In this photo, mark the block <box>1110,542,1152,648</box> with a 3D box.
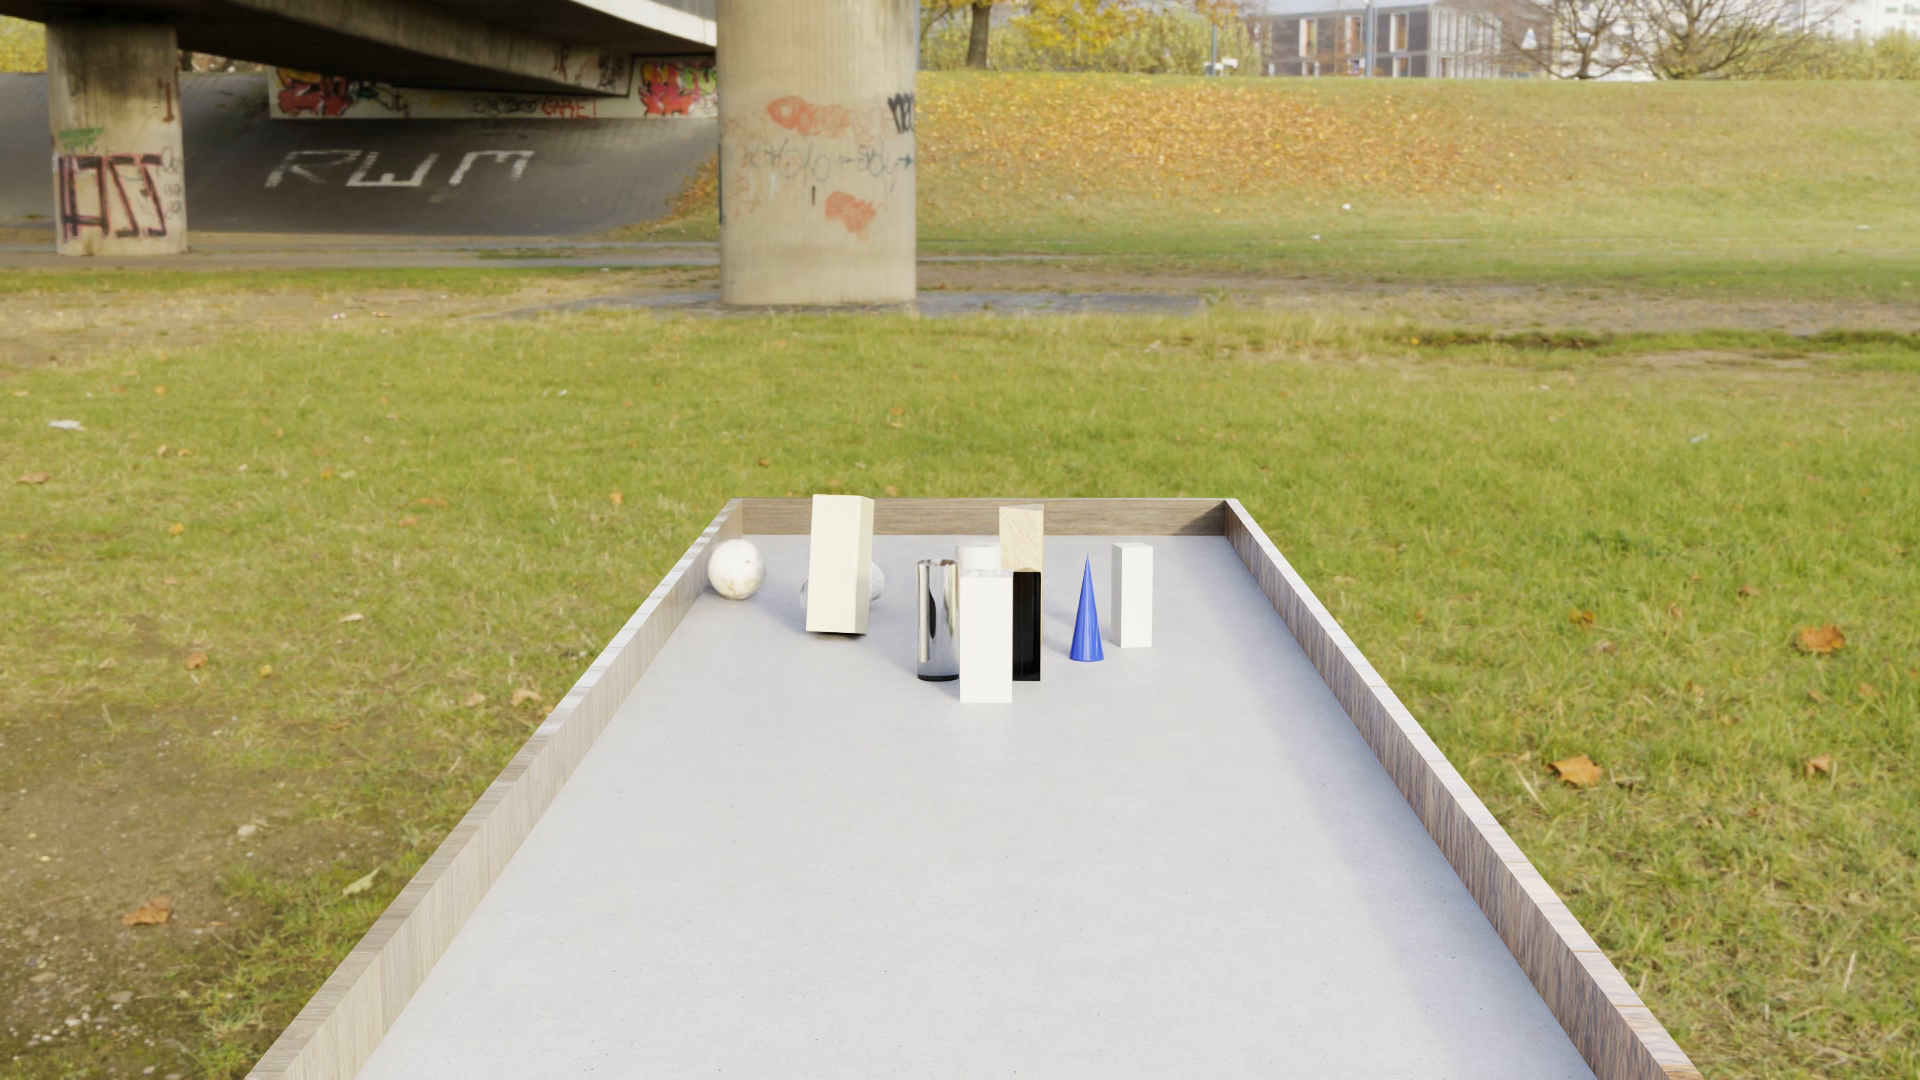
[{"bbox_3d":[0.539,0.172,6.914,0.100,0.316,0.100,-2,9,-15],"label":"block"}]

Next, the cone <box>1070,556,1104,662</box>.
[{"bbox_3d":[0.387,0.199,6.702,0.108,0.329,0.108,0,9,0],"label":"cone"}]

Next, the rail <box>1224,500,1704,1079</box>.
[{"bbox_3d":[1.046,0.843,3.208,0.050,0.150,12.000,0,9,1],"label":"rail"}]

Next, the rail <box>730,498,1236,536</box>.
[{"bbox_3d":[0.099,-0.098,9.147,2.100,0.150,0.050,0,9,1],"label":"rail"}]

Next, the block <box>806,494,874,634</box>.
[{"bbox_3d":[-0.383,0.079,7.050,0.158,0.433,0.158,2,-3,13],"label":"block"}]

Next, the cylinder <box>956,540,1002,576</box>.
[{"bbox_3d":[0.056,0.187,6.706,0.140,0.353,0.140,0,9,0],"label":"cylinder"}]

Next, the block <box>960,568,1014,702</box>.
[{"bbox_3d":[0.076,0.268,6.186,0.144,0.354,0.144,0,9,3],"label":"block"}]

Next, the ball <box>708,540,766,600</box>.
[{"bbox_3d":[-0.781,0.104,7.696,0.206,0.206,0.206,0,9,0],"label":"ball"}]

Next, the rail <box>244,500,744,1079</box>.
[{"bbox_3d":[-1.004,0.839,3.234,0.050,0.150,12.000,0,9,1],"label":"rail"}]

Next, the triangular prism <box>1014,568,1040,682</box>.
[{"bbox_3d":[0.193,0.246,6.425,0.087,0.324,0.075,1,9,4],"label":"triangular prism"}]

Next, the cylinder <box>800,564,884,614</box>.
[{"bbox_3d":[-0.397,0.171,7.465,0.146,0.146,0.346,4,10,24],"label":"cylinder"}]

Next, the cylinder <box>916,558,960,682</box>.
[{"bbox_3d":[-0.064,0.234,6.437,0.123,0.342,0.123,0,9,0],"label":"cylinder"}]

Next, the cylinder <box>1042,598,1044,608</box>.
[{"bbox_3d":[0.122,0.225,7.170,0.131,0.131,0.337,7,11,37],"label":"cylinder"}]

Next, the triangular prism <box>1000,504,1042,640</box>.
[{"bbox_3d":[0.225,0.106,6.968,0.153,0.430,0.133,6,11,34],"label":"triangular prism"}]
